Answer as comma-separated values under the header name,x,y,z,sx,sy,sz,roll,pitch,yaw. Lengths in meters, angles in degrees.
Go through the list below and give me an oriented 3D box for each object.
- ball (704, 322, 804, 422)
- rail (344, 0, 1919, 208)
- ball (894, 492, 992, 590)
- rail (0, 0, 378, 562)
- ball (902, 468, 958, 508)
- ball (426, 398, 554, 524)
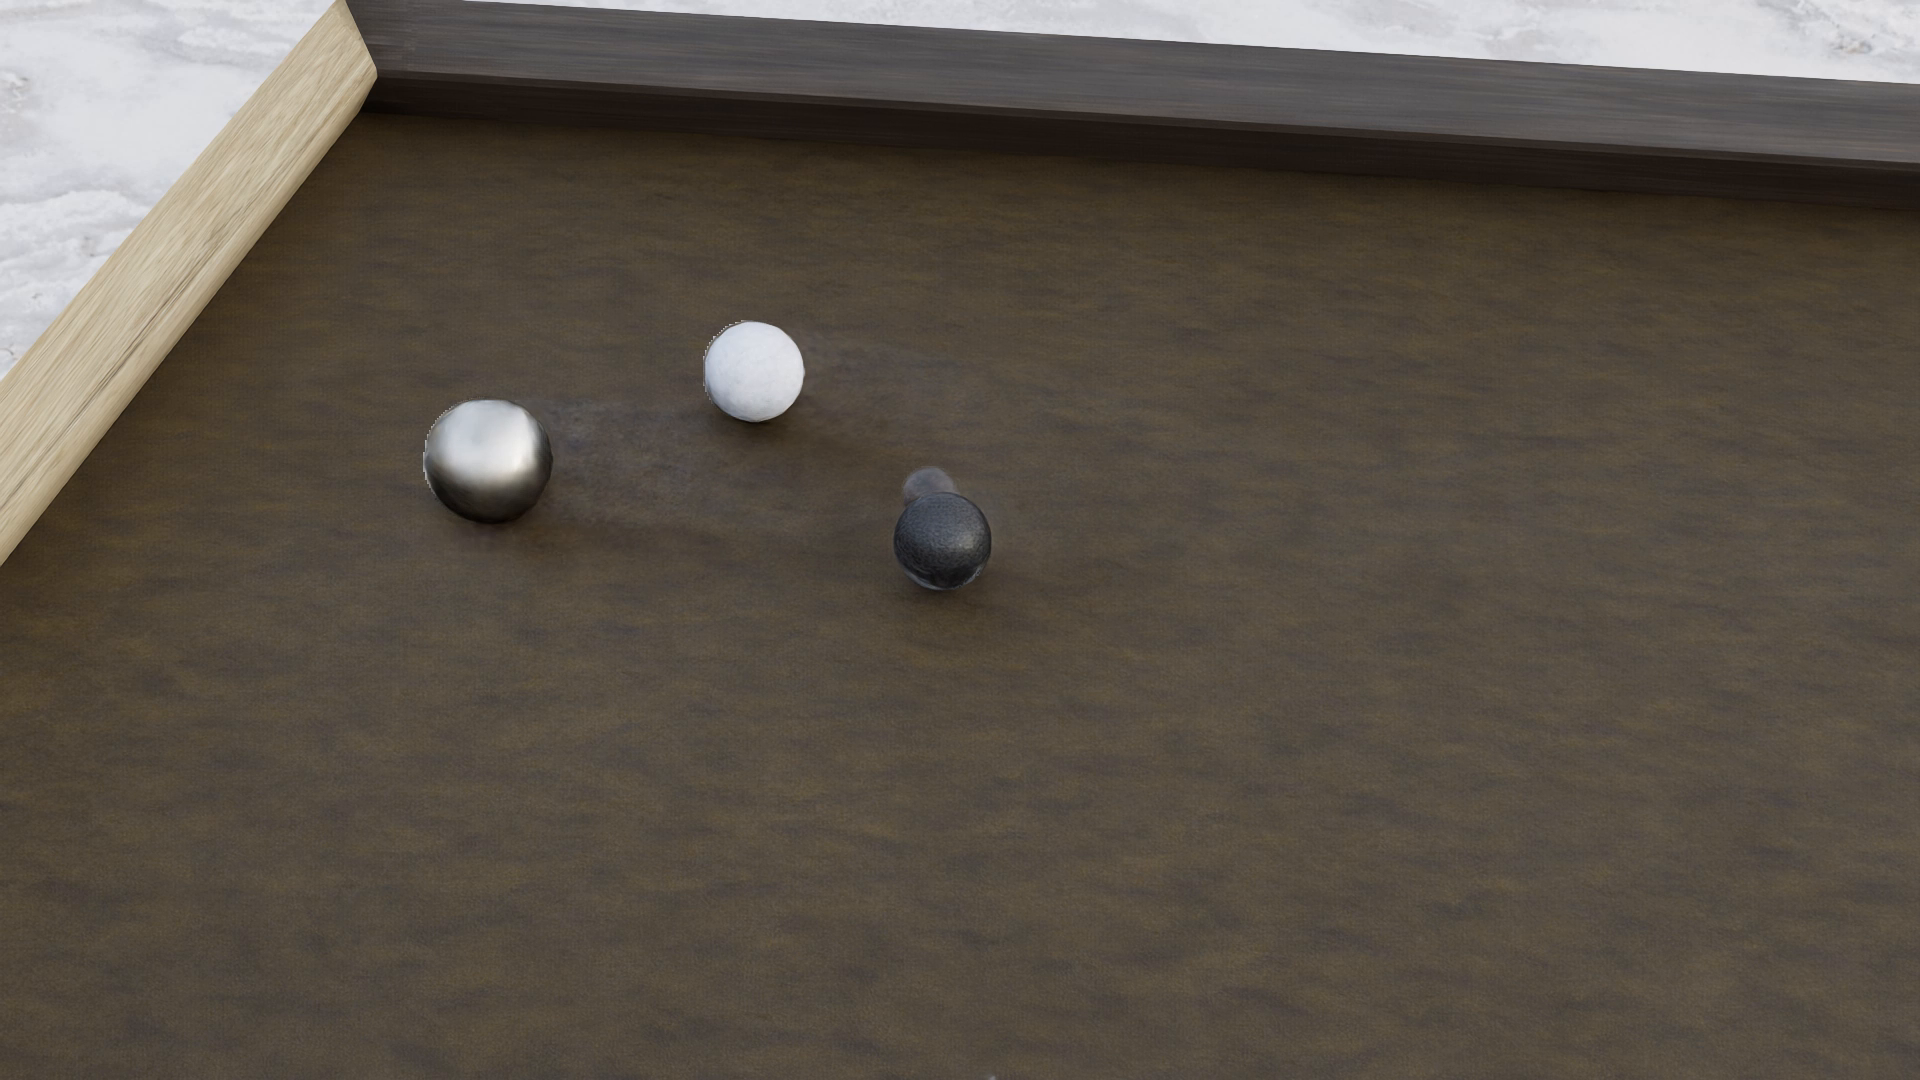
name,x,y,z,sx,sy,sz,roll,pitch,yaw
ball,-0.174,-0.142,2.170,0.085,0.085,0.085,0,34,0
rail,0.843,-0.372,2.464,2.990,0.130,0.045,5,35,7
ball,-0.013,0.001,1.969,0.076,0.076,0.076,0,34,0
rail,-0.716,-0.084,2.043,0.045,0.130,1.500,5,35,7
ball,-0.024,-0.035,2.048,0.045,0.045,0.045,0,34,0
ball,-0.374,-0.063,2.041,0.100,0.100,0.100,0,34,0
